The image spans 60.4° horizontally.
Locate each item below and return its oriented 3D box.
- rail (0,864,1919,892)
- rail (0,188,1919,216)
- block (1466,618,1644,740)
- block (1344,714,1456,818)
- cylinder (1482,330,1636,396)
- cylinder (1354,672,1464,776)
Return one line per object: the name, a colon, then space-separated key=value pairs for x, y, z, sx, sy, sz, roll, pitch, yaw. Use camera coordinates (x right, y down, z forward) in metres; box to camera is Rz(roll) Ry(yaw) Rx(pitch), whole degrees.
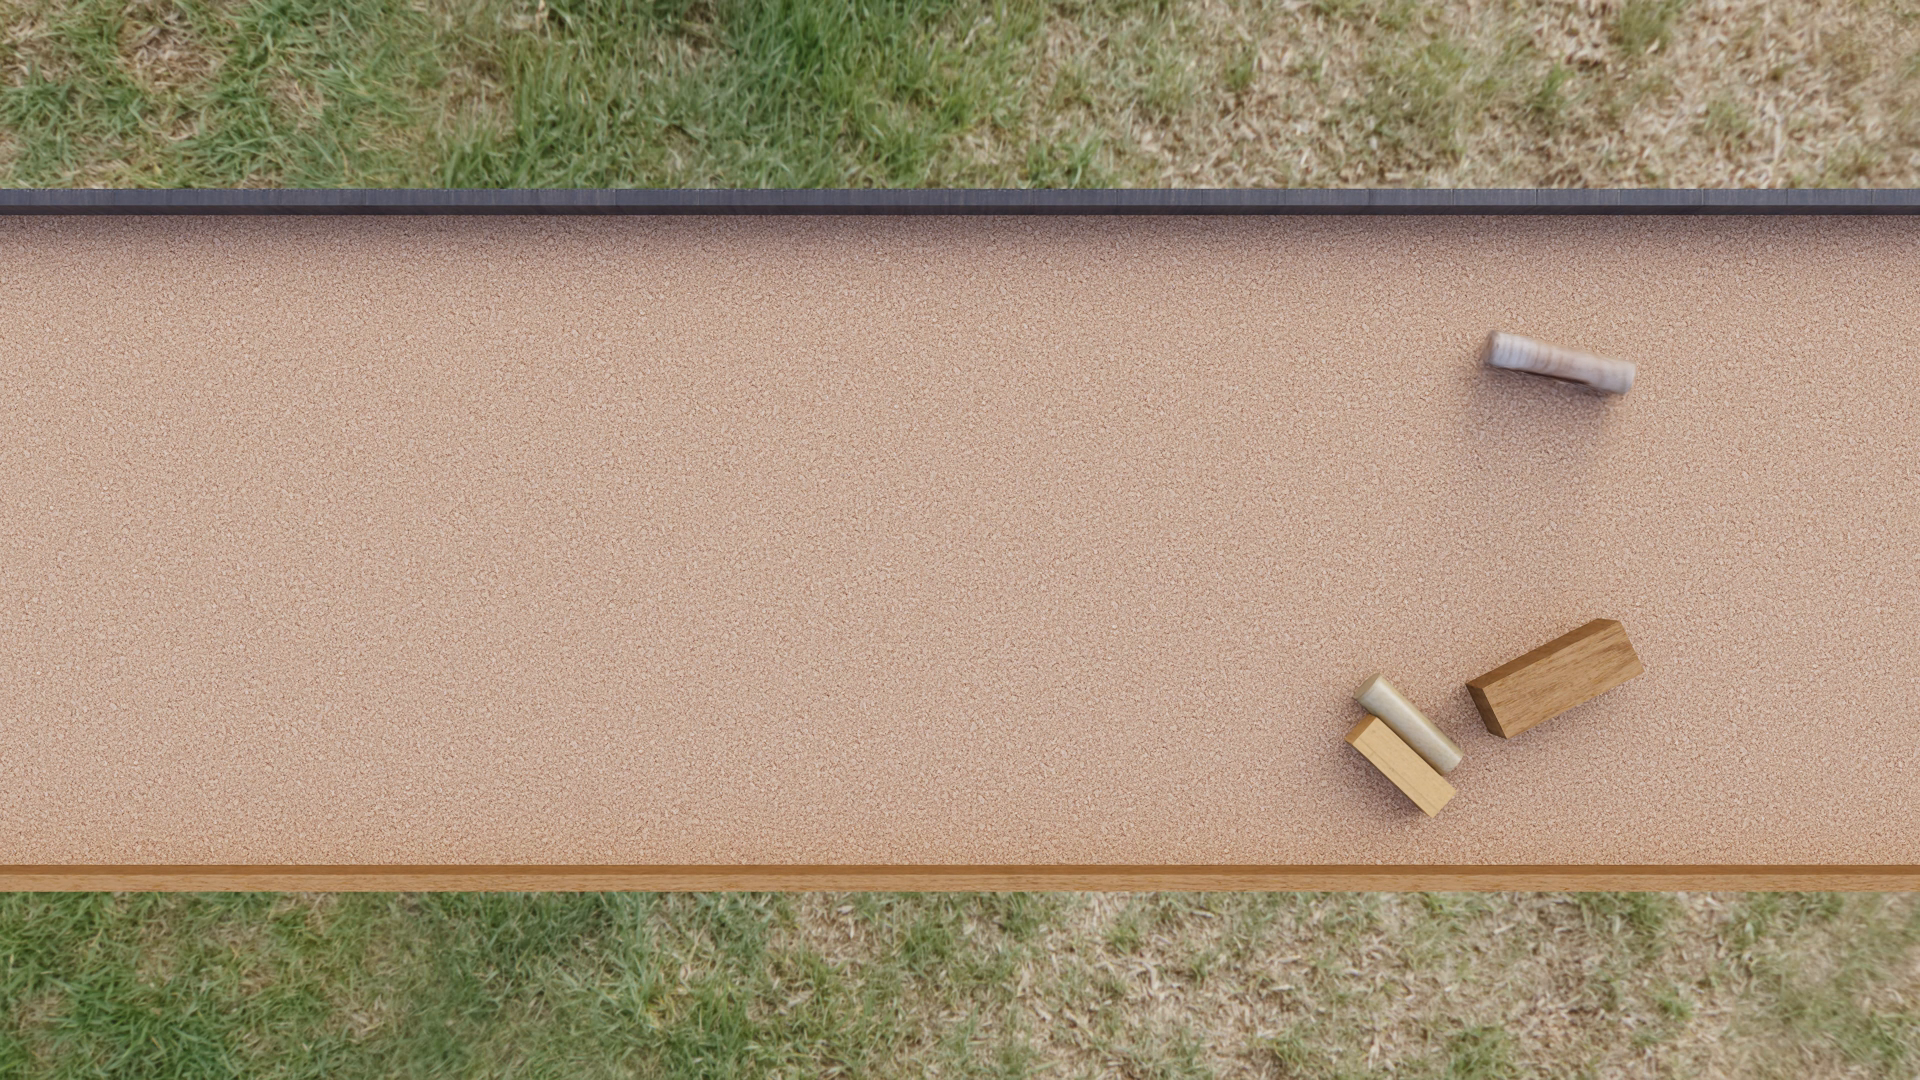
rail: x=-2.247 y=1.025 z=5.001 sx=12.000 sy=0.150 sz=0.050 roll=0 pitch=90 yaw=0
rail: x=-2.247 y=-1.025 z=5.002 sx=12.000 sy=0.150 sz=0.050 roll=0 pitch=90 yaw=0
block: x=1.796 y=0.417 z=4.992 sx=0.457 sy=0.170 sz=0.170 roll=-26 pitch=90 yaw=0
block: x=1.339 y=0.686 z=5.021 sx=0.330 sy=0.110 sz=0.110 roll=43 pitch=90 yaw=0
cylinder: x=1.822 y=-0.539 z=5.026 sx=0.434 sy=0.102 sz=0.102 roll=13 pitch=90 yaw=0
cylinder: x=1.366 y=0.562 z=5.023 sx=0.350 sy=0.108 sz=0.108 roll=43 pitch=90 yaw=0
